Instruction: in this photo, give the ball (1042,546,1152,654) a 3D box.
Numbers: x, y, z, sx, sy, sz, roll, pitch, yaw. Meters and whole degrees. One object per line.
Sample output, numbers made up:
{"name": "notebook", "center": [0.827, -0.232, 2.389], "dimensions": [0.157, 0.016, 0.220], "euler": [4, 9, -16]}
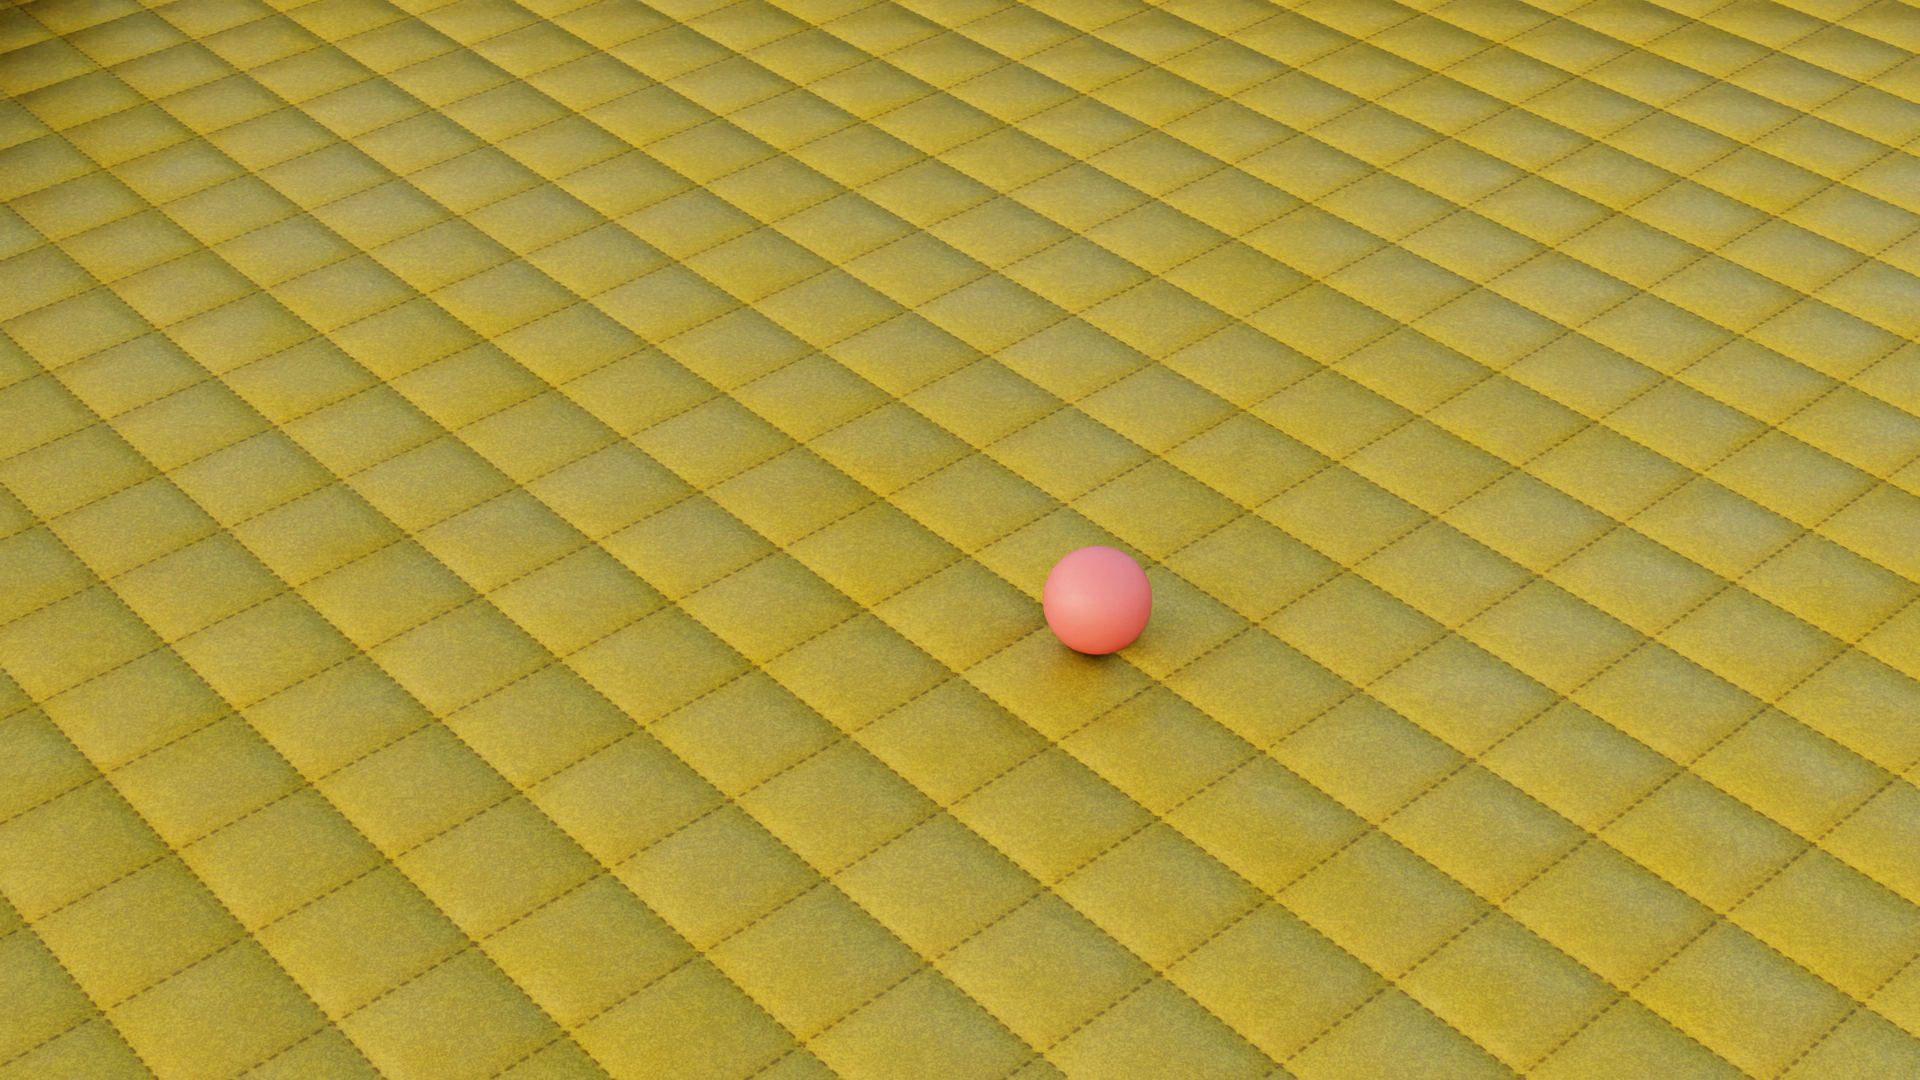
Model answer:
{"name": "ball", "center": [0.086, 0.038, 1.603], "dimensions": [0.069, 0.069, 0.069], "euler": [0, 36, 0]}
